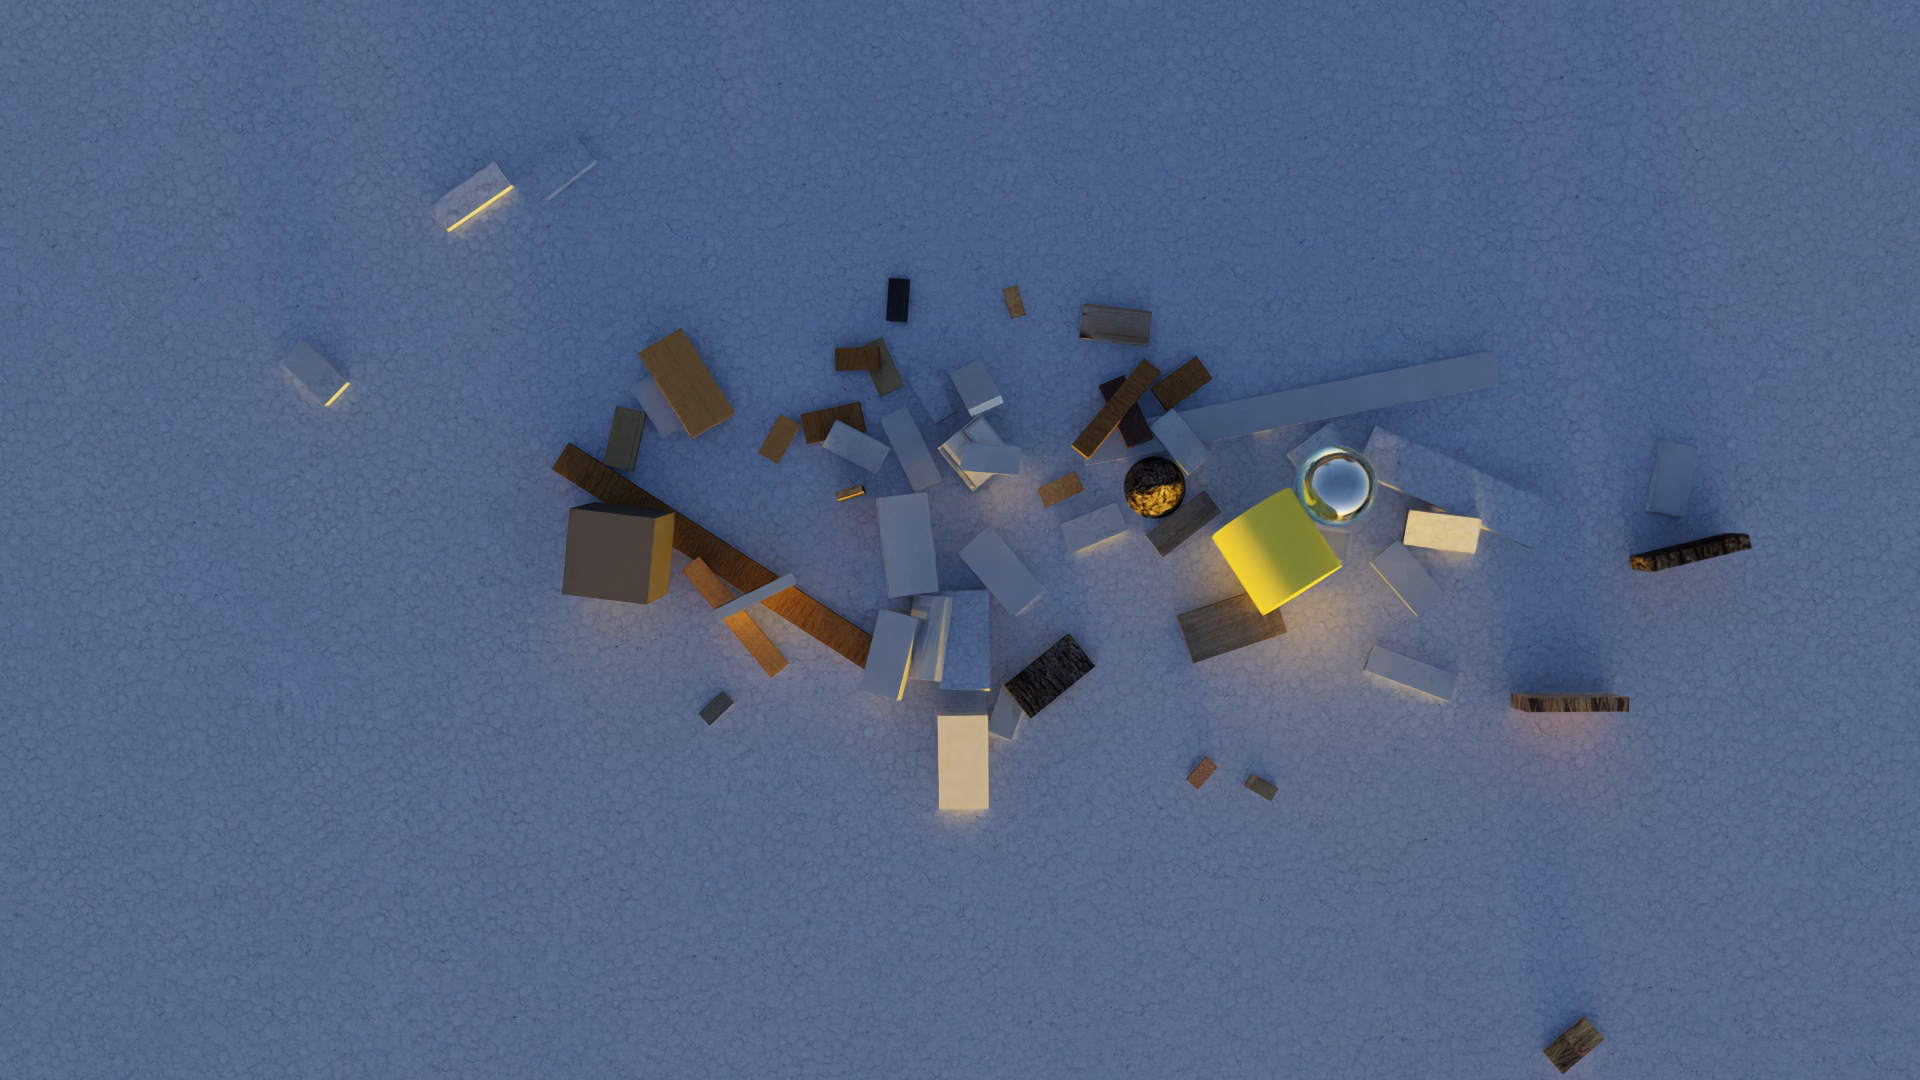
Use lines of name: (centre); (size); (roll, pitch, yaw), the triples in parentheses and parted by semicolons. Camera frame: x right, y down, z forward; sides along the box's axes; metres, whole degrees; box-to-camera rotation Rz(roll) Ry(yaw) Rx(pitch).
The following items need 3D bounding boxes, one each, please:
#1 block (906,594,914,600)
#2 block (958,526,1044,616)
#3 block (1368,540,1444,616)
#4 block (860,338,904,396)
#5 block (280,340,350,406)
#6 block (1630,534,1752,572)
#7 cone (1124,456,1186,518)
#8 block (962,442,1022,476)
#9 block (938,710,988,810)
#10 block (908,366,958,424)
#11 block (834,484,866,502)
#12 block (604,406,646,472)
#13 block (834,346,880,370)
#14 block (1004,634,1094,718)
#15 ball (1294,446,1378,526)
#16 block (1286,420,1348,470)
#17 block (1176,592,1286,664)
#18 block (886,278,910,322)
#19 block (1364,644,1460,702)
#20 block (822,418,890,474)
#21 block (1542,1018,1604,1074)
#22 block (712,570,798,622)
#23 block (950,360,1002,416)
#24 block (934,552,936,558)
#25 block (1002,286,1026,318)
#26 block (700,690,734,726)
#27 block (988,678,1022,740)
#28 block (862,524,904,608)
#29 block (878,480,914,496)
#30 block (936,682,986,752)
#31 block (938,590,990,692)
block: (-0.135, 0.152, 5.473); (0.111, 0.055, 0.016); (-49, 53, 0)
block: (0.136, 0.103, 5.480); (0.141, 0.040, 0.282); (-41, 90, 0)
block: (1.484, 0.125, 5.483); (0.118, 0.033, 0.236); (-41, 90, 0)
block: (-0.262, -0.575, 5.488); (0.088, 0.025, 0.176); (-25, 90, 0)
block: (-2.145, -0.557, 5.485); (0.209, 0.030, 0.104); (44, 90, 0)
block: (2.397, 0.040, 5.418); (0.327, 0.163, 0.046); (-13, 92, 0)
cone: (0.649, -0.175, 5.397); (0.207, 0.207, 0.207); (0, 90, 0)
block: (0.101, -0.261, 5.310); (0.184, 0.026, 0.092); (5, 90, 0)
block: (0.011, 0.725, 5.436); (0.164, 0.047, 0.329); (-1, 105, 0)
block: (-0.092, -0.482, 5.488); (0.088, 0.025, 0.176); (-33, 90, 0)
block: (-0.359, -0.155, 5.412); (0.088, 0.176, 0.025); (-17, 90, 0)
block: (-1.113, -0.337, 5.486); (0.100, 0.028, 0.200); (12, 90, 0)
block: (-0.340, -0.600, 5.468); (0.149, 0.021, 0.075); (0, 96, 14)
block: (0.296, 0.450, 5.464); (0.275, 0.039, 0.138); (-38, 90, -7)
ball: (1.223, -0.175, 5.367); (0.266, 0.266, 0.266); (0, 90, 0)
block: (1.186, -0.304, 5.487); (0.183, 0.026, 0.091); (-37, 90, 0)
block: (0.902, 0.279, 5.477); (0.328, 0.046, 0.164); (-18, 90, 0)
block: (-0.206, -0.798, 5.490); (0.070, 0.020, 0.140); (4, 90, 0)
block: (1.501, 0.443, 5.487); (0.301, 0.026, 0.090); (20, 90, 0)
block: (-0.343, -0.310, 5.466); (0.202, 0.029, 0.101); (27, 99, -7)
block: (2.041, 1.681, 5.487); (0.181, 0.026, 0.090); (-40, 90, 0)
block: (-0.668, 0.182, 5.392); (0.282, 0.141, 0.040); (-26, 94, -3)
block: (0.053, -0.499, 5.403); (0.114, 0.229, 0.032); (-24, 130, 0)
block: (-0.168, -0.011, 5.449); (0.101, 0.029, 0.203); (-28, 95, -10)
block: (0.180, -0.793, 5.493); (0.050, 0.014, 0.101); (-16, 90, 0)
block: (-0.812, 0.560, 5.492); (0.111, 0.016, 0.055); (-43, 90, 0)
block: (0.160, 0.563, 5.487); (0.090, 0.026, 0.181); (20, 90, 0)
block: (-0.257, 0.086, 5.480); (0.141, 0.040, 0.282); (0, 90, 0)
block: (-0.211, -0.154, 5.492); (0.111, 0.016, 0.055); (27, 90, 0)
block: (0.001, 0.536, 5.477); (0.164, 0.047, 0.329); (0, 90, 0)
block: (0.013, 0.332, 5.439); (0.164, 0.047, 0.329); (-1, 77, 0)
